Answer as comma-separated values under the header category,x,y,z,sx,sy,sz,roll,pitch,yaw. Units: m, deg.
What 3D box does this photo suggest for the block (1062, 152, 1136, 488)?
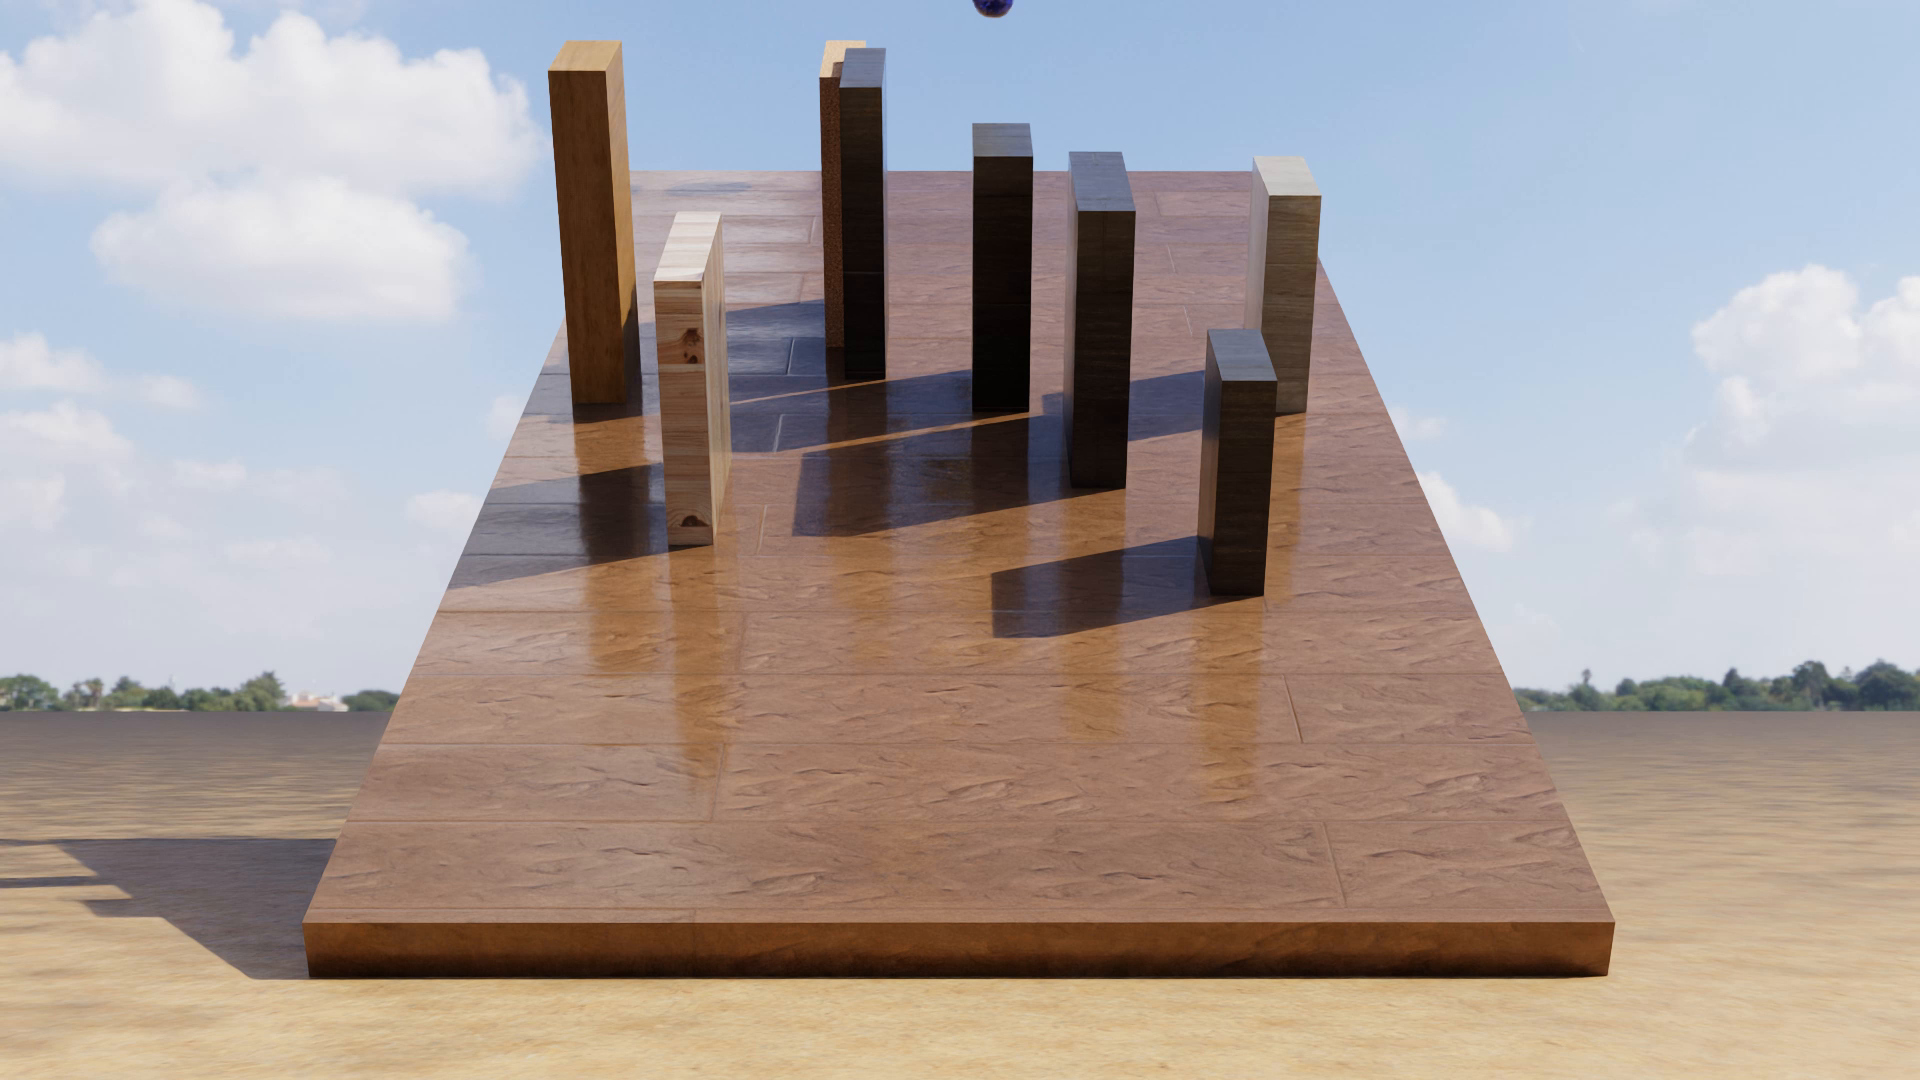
category,x,y,z,sx,sy,sz,roll,pitch,yaw
block,0.297,-0.483,5.099,0.117,0.618,0.433,0,25,0

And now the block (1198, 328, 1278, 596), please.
category,x,y,z,sx,sy,sz,roll,pitch,yaw
block,0.540,-0.154,4.603,0.104,0.450,0.277,0,25,0

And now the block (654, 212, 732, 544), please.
category,x,y,z,sx,sy,sz,roll,pitch,yaw
block,-0.548,-0.341,4.857,0.093,0.565,0.444,0,25,0

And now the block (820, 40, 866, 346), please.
category,x,y,z,sx,sy,sz,roll,pitch,yaw
block,-0.284,-0.862,5.829,0.097,0.675,0.365,0,25,0

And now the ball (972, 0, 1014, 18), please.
category,x,y,z,sx,sy,sz,roll,pitch,yaw
ball,0.104,-1.677,7.240,0.134,0.134,0.134,0,-4,0

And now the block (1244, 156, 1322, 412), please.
category,x,y,z,sx,sy,sz,roll,pitch,yaw
block,0.743,-0.596,5.457,0.116,0.519,0.309,0,25,0

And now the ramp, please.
category,x,y,z,sx,sy,sz,roll,pitch,yaw
ramp,-0.009,-0.229,5.401,2.000,0.100,4.000,0,25,0

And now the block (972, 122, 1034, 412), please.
category,x,y,z,sx,sy,sz,roll,pitch,yaw
block,0.094,-0.629,5.420,0.132,0.607,0.275,0,25,0

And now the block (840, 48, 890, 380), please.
category,x,y,z,sx,sy,sz,roll,pitch,yaw
block,-0.226,-0.784,5.628,0.097,0.708,0.374,0,25,0

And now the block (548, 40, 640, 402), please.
category,x,y,z,sx,sy,sz,roll,pitch,yaw
block,-0.841,-0.734,5.430,0.127,0.783,0.278,0,25,0
